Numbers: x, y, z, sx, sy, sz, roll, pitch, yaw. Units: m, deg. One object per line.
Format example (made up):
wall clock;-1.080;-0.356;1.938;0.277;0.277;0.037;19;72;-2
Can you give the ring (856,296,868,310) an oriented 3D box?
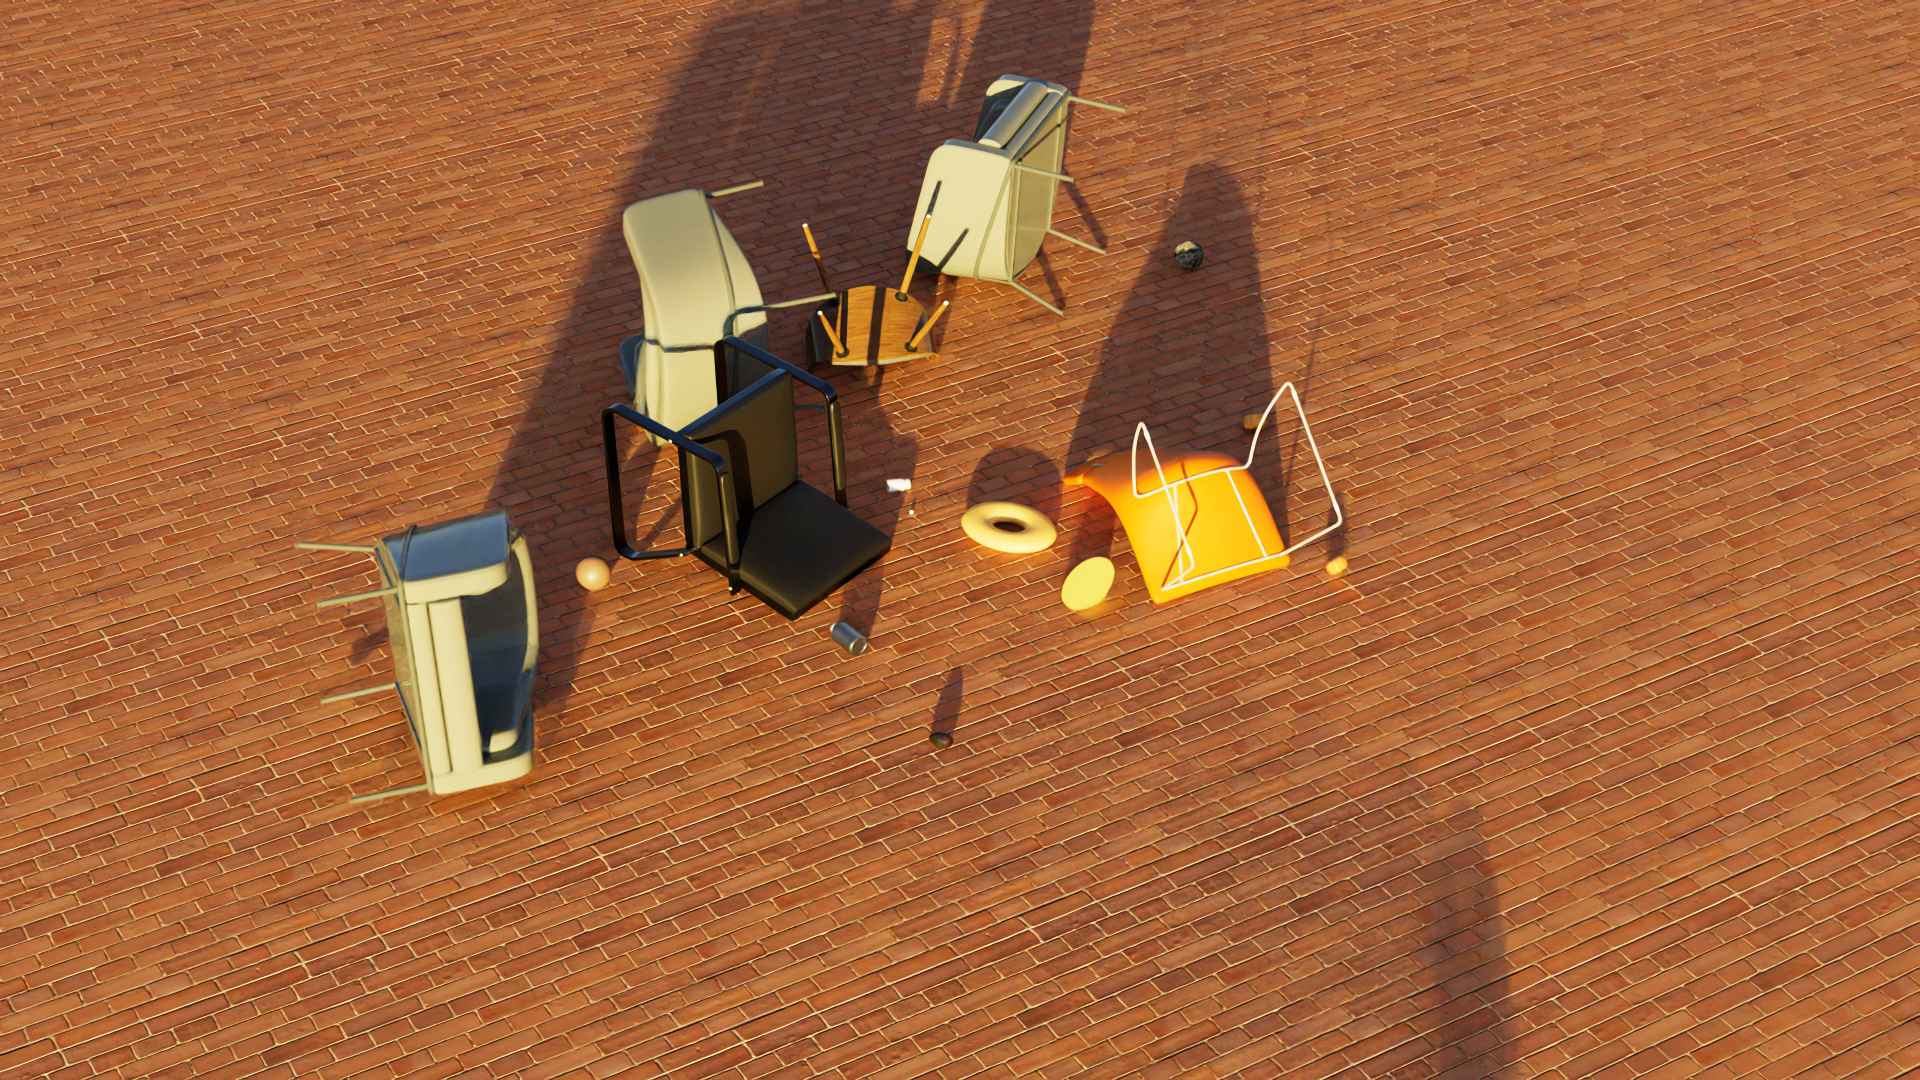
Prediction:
ring;-0.412;-1.003;12.447;0.052;0.022;0.105;0;33;-2

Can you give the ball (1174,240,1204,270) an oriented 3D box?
ball;0.992;-1.234;12.700;0.129;0.129;0.129;0;33;0

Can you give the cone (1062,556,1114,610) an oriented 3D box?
cone;0.490;0.181;10.605;0.233;0.094;0.223;0;58;45

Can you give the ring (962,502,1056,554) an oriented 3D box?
ring;0.183;-0.049;10.961;0.380;0.064;0.282;18;38;25
